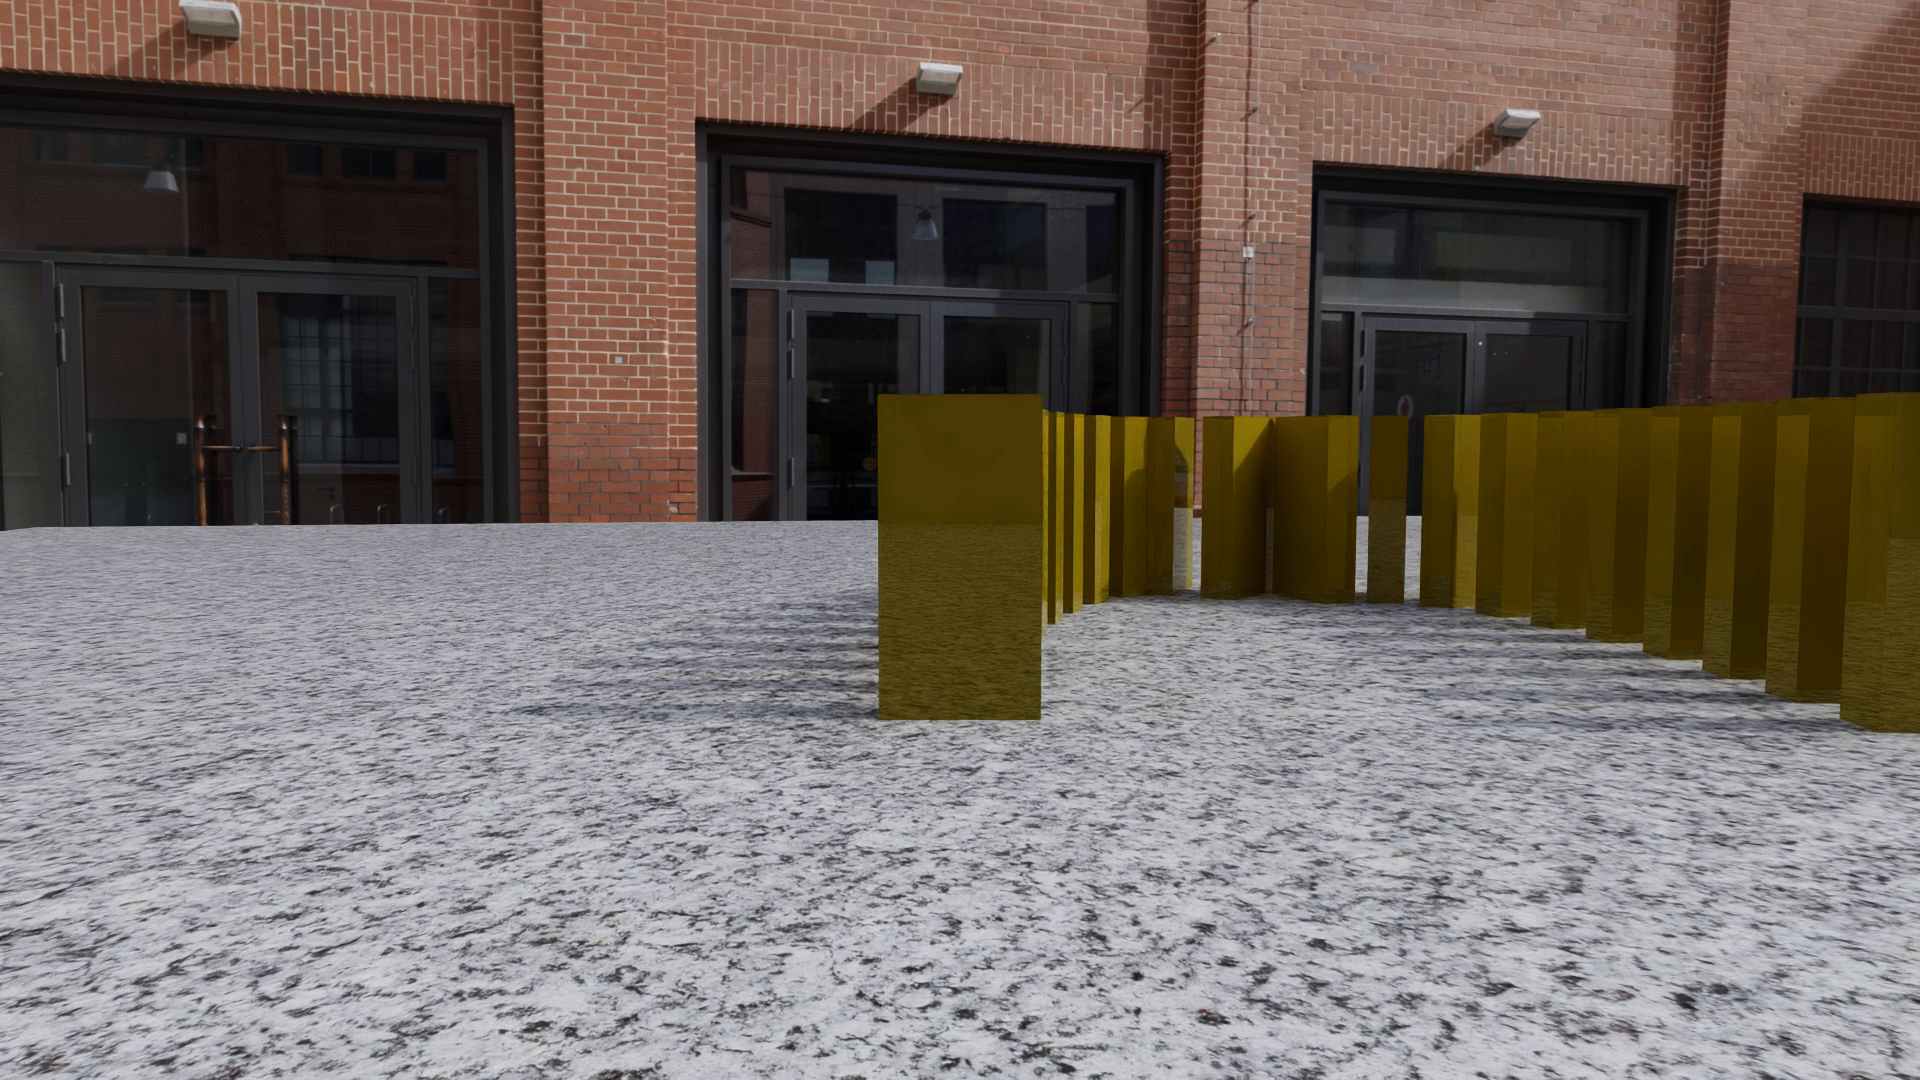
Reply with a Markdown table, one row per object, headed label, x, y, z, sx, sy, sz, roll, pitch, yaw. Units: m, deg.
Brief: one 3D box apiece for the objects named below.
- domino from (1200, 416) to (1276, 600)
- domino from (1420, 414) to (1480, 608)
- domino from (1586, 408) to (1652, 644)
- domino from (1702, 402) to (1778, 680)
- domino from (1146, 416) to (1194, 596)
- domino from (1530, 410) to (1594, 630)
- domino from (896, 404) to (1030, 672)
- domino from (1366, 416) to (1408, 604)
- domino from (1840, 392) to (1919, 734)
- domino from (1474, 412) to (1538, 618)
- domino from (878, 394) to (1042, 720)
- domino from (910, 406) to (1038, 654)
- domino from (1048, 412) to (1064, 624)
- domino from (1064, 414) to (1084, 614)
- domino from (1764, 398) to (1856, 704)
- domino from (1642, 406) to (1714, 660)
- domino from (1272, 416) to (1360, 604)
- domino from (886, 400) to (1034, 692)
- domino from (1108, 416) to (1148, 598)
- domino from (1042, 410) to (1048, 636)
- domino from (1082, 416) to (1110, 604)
| label | x | y | z | sx | sy | sz | roll | pitch | yaw |
| --- | --- | --- | --- | --- | --- | --- | --- | --- | --- |
| domino | 0.078 | -0.009 | 0.360 | 0.010 | 0.050 | 0.025 | 4 | 6 | 42 |
| domino | 0.135 | -0.008 | 0.340 | 0.025 | 0.050 | 0.010 | -3 | 5 | -31 |
| domino | 0.151 | -0.003 | 0.278 | 0.025 | 0.050 | 0.009 | 0 | 4 | -5 |
| domino | 0.152 | 0.000 | 0.234 | 0.025 | 0.050 | 0.010 | 0 | 4 | 3 |
| domino | 0.060 | -0.010 | 0.371 | 0.009 | 0.050 | 0.025 | 2 | 5 | 23 |
| domino | 0.148 | -0.005 | 0.299 | 0.025 | 0.050 | 0.009 | -1 | 4 | -11 |
| domino | 0.001 | -0.001 | 0.244 | 0.025 | 0.050 | 0.009 | 0 | 4 | 4 |
| domino | 0.118 | -0.009 | 0.353 | 0.009 | 0.050 | 0.025 | 2 | 5 | 19 |
| domino | 0.148 | 0.003 | 0.191 | 0.025 | 0.050 | 0.009 | 0 | 4 | 4 |
| domino | 0.143 | -0.006 | 0.320 | 0.025 | 0.050 | 0.009 | -1 | 4 | -17 |
| domino | 0.000 | 0.002 | 0.201 | 0.025 | 0.050 | 0.010 | 0 | 4 | 0 |
| domino | 0.003 | -0.002 | 0.266 | 0.025 | 0.050 | 0.010 | 1 | 4 | 8 |
| domino | 0.012 | -0.006 | 0.308 | 0.025 | 0.050 | 0.010 | 1 | 4 | 15 |
| domino | 0.018 | -0.007 | 0.329 | 0.025 | 0.050 | 0.009 | 2 | 5 | 20 |
| domino | 0.150 | 0.002 | 0.213 | 0.025 | 0.050 | 0.009 | 0 | 4 | 5 |
| domino | 0.152 | -0.002 | 0.256 | 0.025 | 0.050 | 0.009 | 0 | 4 | -2 |
| domino | 0.097 | -0.009 | 0.352 | 0.010 | 0.050 | 0.025 | -1 | 5 | -19 |
| domino | 0.000 | 0.001 | 0.222 | 0.025 | 0.050 | 0.009 | 0 | 4 | 1 |
| domino | 0.040 | -0.010 | 0.366 | 0.009 | 0.050 | 0.025 | -4 | 6 | -42 |
| domino | 0.007 | -0.004 | 0.287 | 0.025 | 0.050 | 0.009 | 1 | 4 | 11 |
| domino | 0.027 | -0.009 | 0.349 | 0.025 | 0.050 | 0.009 | 2 | 5 | 30 |
